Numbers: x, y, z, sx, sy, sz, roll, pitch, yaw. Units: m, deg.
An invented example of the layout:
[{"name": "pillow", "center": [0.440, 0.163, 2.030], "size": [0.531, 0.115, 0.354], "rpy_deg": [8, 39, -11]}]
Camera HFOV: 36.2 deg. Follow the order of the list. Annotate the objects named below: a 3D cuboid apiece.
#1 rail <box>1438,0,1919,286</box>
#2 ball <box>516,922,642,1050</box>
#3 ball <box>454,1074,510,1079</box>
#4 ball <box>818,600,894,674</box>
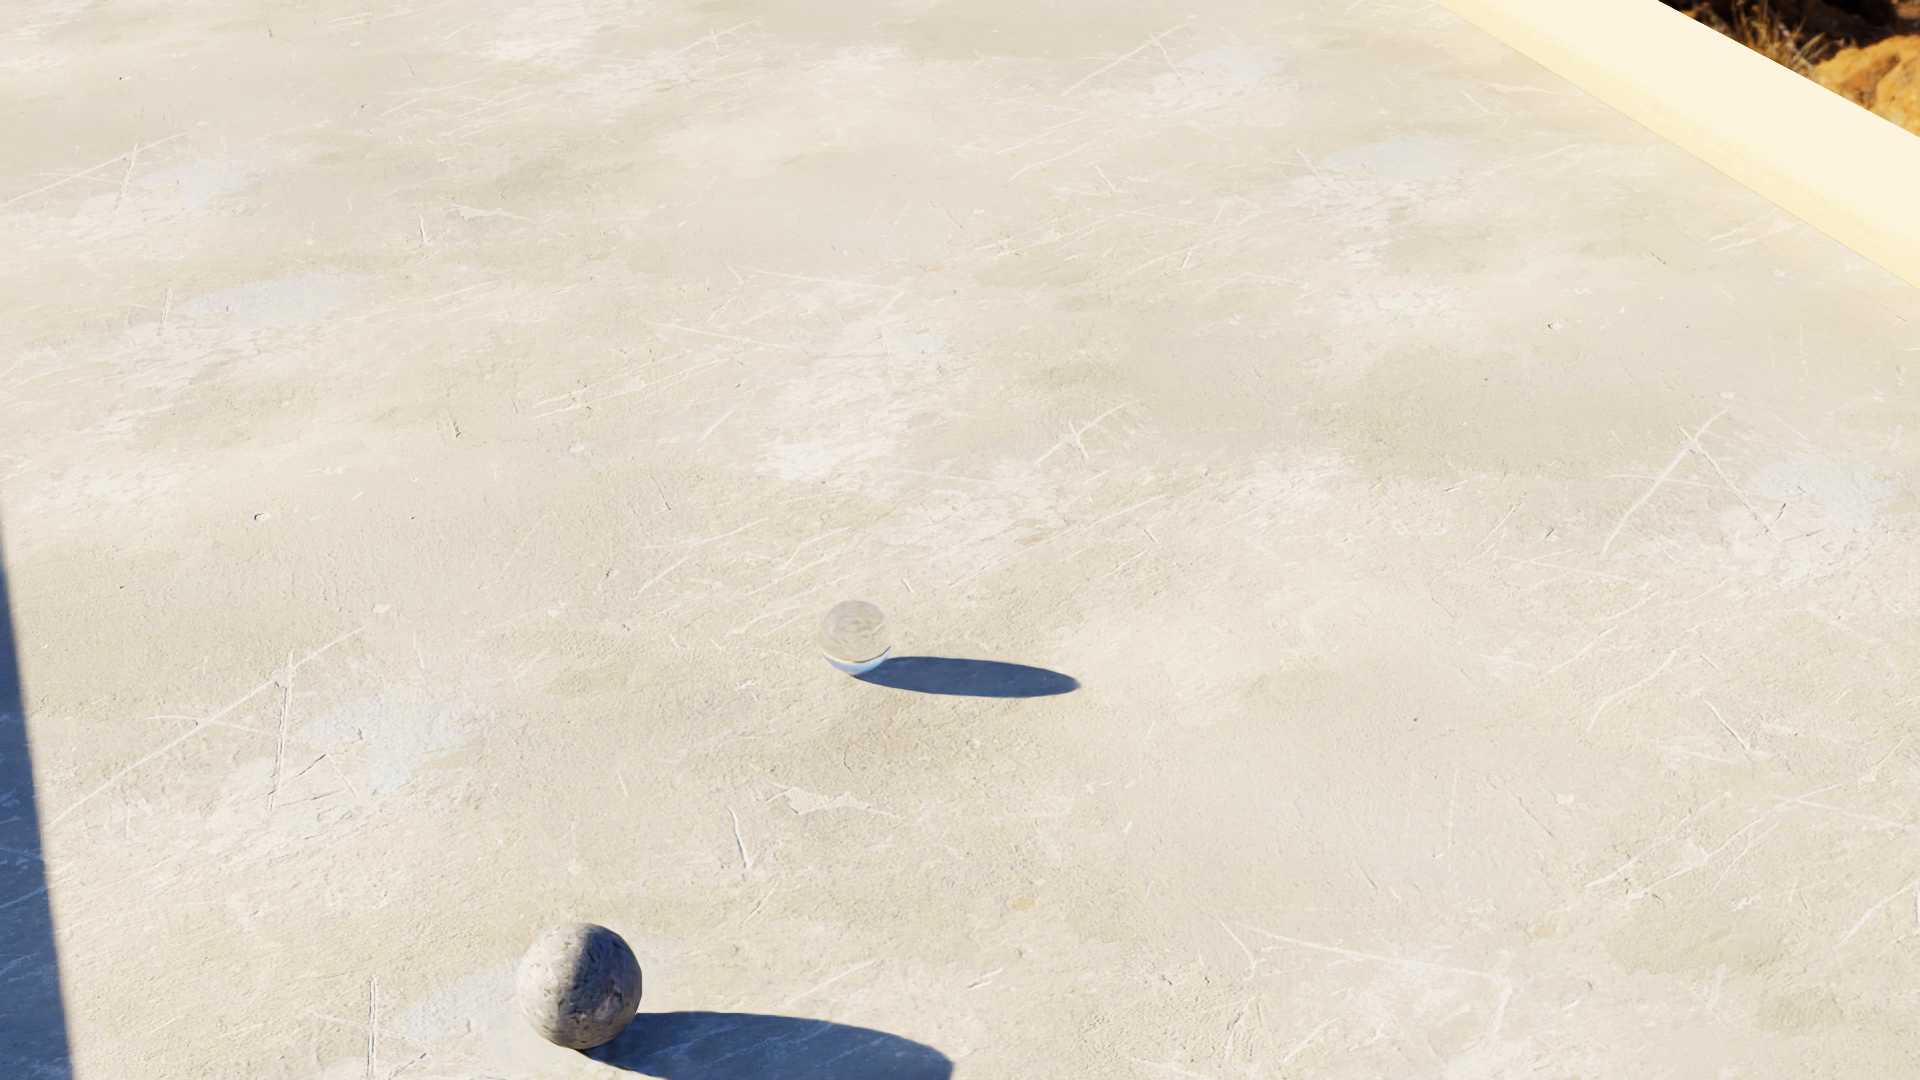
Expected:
[{"name": "rail", "center": [0.540, -0.530, 2.879], "size": [0.045, 0.117, 3.468], "rpy_deg": [-9, 29, -17]}, {"name": "ball", "center": [-0.191, 0.223, 1.476], "size": [0.063, 0.063, 0.063], "rpy_deg": [0, 27, 0]}, {"name": "ball", "center": [-0.218, 0.286, 1.330], "size": [0.086, 0.086, 0.086], "rpy_deg": [0, 27, 0]}, {"name": "ball", "center": [-0.064, 0.060, 1.812], "size": [0.047, 0.047, 0.047], "rpy_deg": [0, 27, 0]}]
